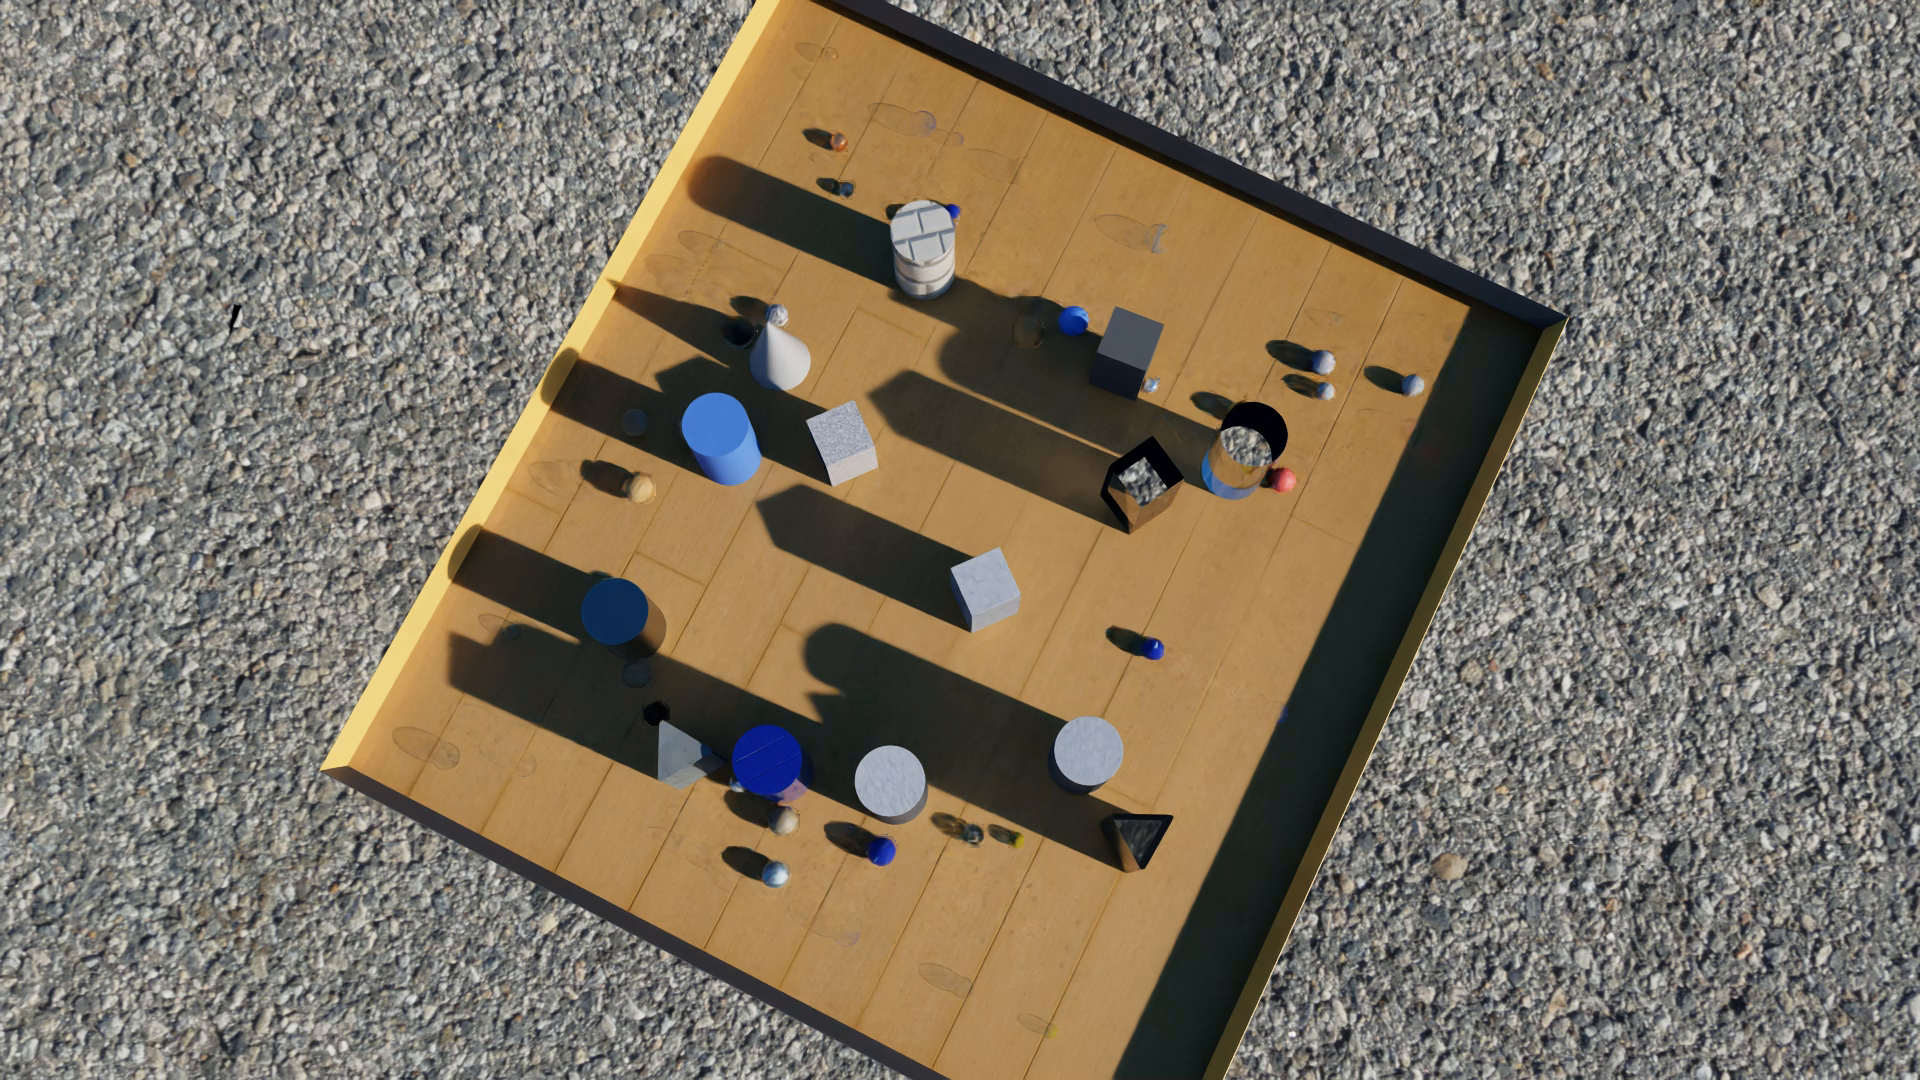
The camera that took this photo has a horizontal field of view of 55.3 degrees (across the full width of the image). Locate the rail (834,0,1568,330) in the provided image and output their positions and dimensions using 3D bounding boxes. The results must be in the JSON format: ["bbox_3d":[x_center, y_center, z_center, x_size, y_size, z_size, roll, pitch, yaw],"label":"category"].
[{"bbox_3d":[0.642,-1.250,5.810,2.729,0.126,0.045,26,80,5],"label":"rail"}]

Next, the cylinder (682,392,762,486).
[{"bbox_3d":[-0.711,-0.299,5.494,0.193,0.360,0.193,0,78,0],"label":"cylinder"}]

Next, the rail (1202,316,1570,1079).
[{"bbox_3d":[1.199,0.594,5.428,0.045,0.126,2.917,26,80,5],"label":"rail"}]

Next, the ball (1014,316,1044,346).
[{"bbox_3d":[0.213,-0.648,5.703,0.092,0.092,0.092,0,78,0],"label":"ball"}]

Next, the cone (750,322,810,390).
[{"bbox_3d":[-0.564,-0.599,5.541,0.193,0.390,0.193,0,78,0],"label":"cone"}]

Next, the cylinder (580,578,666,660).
[{"bbox_3d":[-0.987,0.237,5.398,0.193,0.331,0.193,0,78,0],"label":"cylinder"}]

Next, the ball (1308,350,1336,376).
[{"bbox_3d":[1.124,-0.552,5.689,0.081,0.081,0.081,0,78,0],"label":"ball"}]

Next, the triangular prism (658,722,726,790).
[{"bbox_3d":[-0.803,0.605,5.306,0.167,0.364,0.145,-29,80,-6],"label":"triangular prism"}]

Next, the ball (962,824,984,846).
[{"bbox_3d":[0.040,0.870,5.404,0.064,0.064,0.064,0,78,0],"label":"ball"}]

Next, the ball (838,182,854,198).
[{"bbox_3d":[-0.360,-1.113,5.822,0.049,0.049,0.049,0,78,0],"label":"ball"}]

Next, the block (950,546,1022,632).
[{"bbox_3d":[0.074,0.151,5.426,0.155,0.313,0.155,-23,79,-5],"label":"block"}]

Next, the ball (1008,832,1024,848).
[{"bbox_3d":[0.167,0.886,5.410,0.045,0.045,0.045,0,78,0],"label":"ball"}]

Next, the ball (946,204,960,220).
[{"bbox_3d":[-0.026,-1.041,5.807,0.049,0.049,0.049,0,78,0],"label":"ball"}]

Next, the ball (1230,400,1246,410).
[{"bbox_3d":[0.872,-0.392,5.659,0.076,0.076,0.076,0,78,0],"label":"ball"}]

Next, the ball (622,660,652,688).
[{"bbox_3d":[-0.969,0.403,5.489,0.086,0.086,0.086,0,78,0],"label":"ball"}]

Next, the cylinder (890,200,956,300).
[{"bbox_3d":[-0.111,-0.886,5.624,0.193,0.344,0.193,0,78,0],"label":"cylinder"}]

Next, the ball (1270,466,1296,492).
[{"bbox_3d":[0.988,-0.185,5.615,0.078,0.078,0.078,0,78,0],"label":"ball"}]

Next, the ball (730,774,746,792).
[{"bbox_3d":[-0.654,0.719,5.428,0.058,0.058,0.058,0,78,0],"label":"ball"}]

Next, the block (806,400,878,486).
[{"bbox_3d":[-0.354,-0.290,5.544,0.155,0.259,0.155,-24,79,-5],"label":"block"}]

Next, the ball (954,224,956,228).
[{"bbox_3d":[-0.059,-0.987,5.776,0.087,0.087,0.087,0,78,0],"label":"ball"}]

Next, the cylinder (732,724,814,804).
[{"bbox_3d":[-0.534,0.649,5.271,0.193,0.413,0.193,0,78,0],"label":"cylinder"}]

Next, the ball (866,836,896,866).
[{"bbox_3d":[-0.231,0.915,5.383,0.086,0.086,0.086,0,78,0],"label":"ball"}]

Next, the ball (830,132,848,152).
[{"bbox_3d":[-0.387,-1.270,5.850,0.058,0.058,0.058,0,78,0],"label":"ball"}]

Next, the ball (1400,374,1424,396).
[{"bbox_3d":[1.402,-0.478,5.680,0.070,0.070,0.070,0,78,0],"label":"ball"}]

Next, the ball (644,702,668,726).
[{"bbox_3d":[-0.909,0.520,5.472,0.073,0.073,0.073,0,78,0],"label":"ball"}]

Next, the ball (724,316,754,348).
[{"bbox_3d":[-0.687,-0.647,5.701,0.097,0.097,0.097,0,78,0],"label":"ball"}]

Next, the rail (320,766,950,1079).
[{"bbox_3d":[-0.642,1.263,5.290,2.729,0.126,0.045,26,80,5],"label":"rail"}]

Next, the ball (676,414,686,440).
[{"bbox_3d":[-0.828,-0.350,5.644,0.087,0.087,0.087,0,78,0],"label":"ball"}]

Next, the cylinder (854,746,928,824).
[{"bbox_3d":[-0.192,0.705,5.235,0.193,0.461,0.193,0,78,0],"label":"cylinder"}]

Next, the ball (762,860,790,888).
[{"bbox_3d":[-0.542,0.981,5.372,0.080,0.080,0.080,0,78,0],"label":"ball"}]

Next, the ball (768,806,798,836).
[{"bbox_3d":[-0.523,0.827,5.400,0.089,0.089,0.089,0,78,0],"label":"ball"}]

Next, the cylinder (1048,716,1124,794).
[{"bbox_3d":[0.359,0.625,5.292,0.193,0.382,0.193,0,78,0],"label":"cylinder"}]

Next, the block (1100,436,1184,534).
[{"bbox_3d":[0.539,-0.159,5.458,0.155,0.374,0.155,-34,80,-7],"label":"block"}]

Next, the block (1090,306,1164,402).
[{"bbox_3d":[0.503,-0.562,5.566,0.155,0.326,0.155,22,79,4],"label":"block"}]

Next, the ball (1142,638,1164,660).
[{"bbox_3d":[0.581,0.329,5.513,0.069,0.069,0.069,0,78,0],"label":"ball"}]

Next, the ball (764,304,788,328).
[{"bbox_3d":[-0.573,-0.699,5.723,0.075,0.075,0.075,0,78,0],"label":"ball"}]

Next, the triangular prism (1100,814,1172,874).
[{"bbox_3d":[0.477,0.832,5.214,0.145,0.452,0.167,31,80,6],"label":"triangular prism"}]

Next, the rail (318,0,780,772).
[{"bbox_3d":[-1.199,-0.581,5.672,0.045,0.126,2.917,26,80,5],"label":"rail"}]

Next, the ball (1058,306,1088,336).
[{"bbox_3d":[0.354,-0.683,5.710,0.094,0.094,0.094,0,78,0],"label":"ball"}]

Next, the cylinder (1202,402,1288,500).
[{"bbox_3d":[0.842,-0.260,5.455,0.193,0.421,0.193,0,78,0],"label":"cylinder"}]

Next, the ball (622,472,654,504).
[{"bbox_3d":[-0.984,-0.158,5.601,0.095,0.095,0.095,0,78,0],"label":"ball"}]

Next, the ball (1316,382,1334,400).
[{"bbox_3d":[1.132,-0.461,5.681,0.060,0.060,0.060,0,78,0],"label":"ball"}]

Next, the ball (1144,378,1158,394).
[{"bbox_3d":[0.593,-0.479,5.691,0.048,0.048,0.048,0,78,0],"label":"ball"}]
